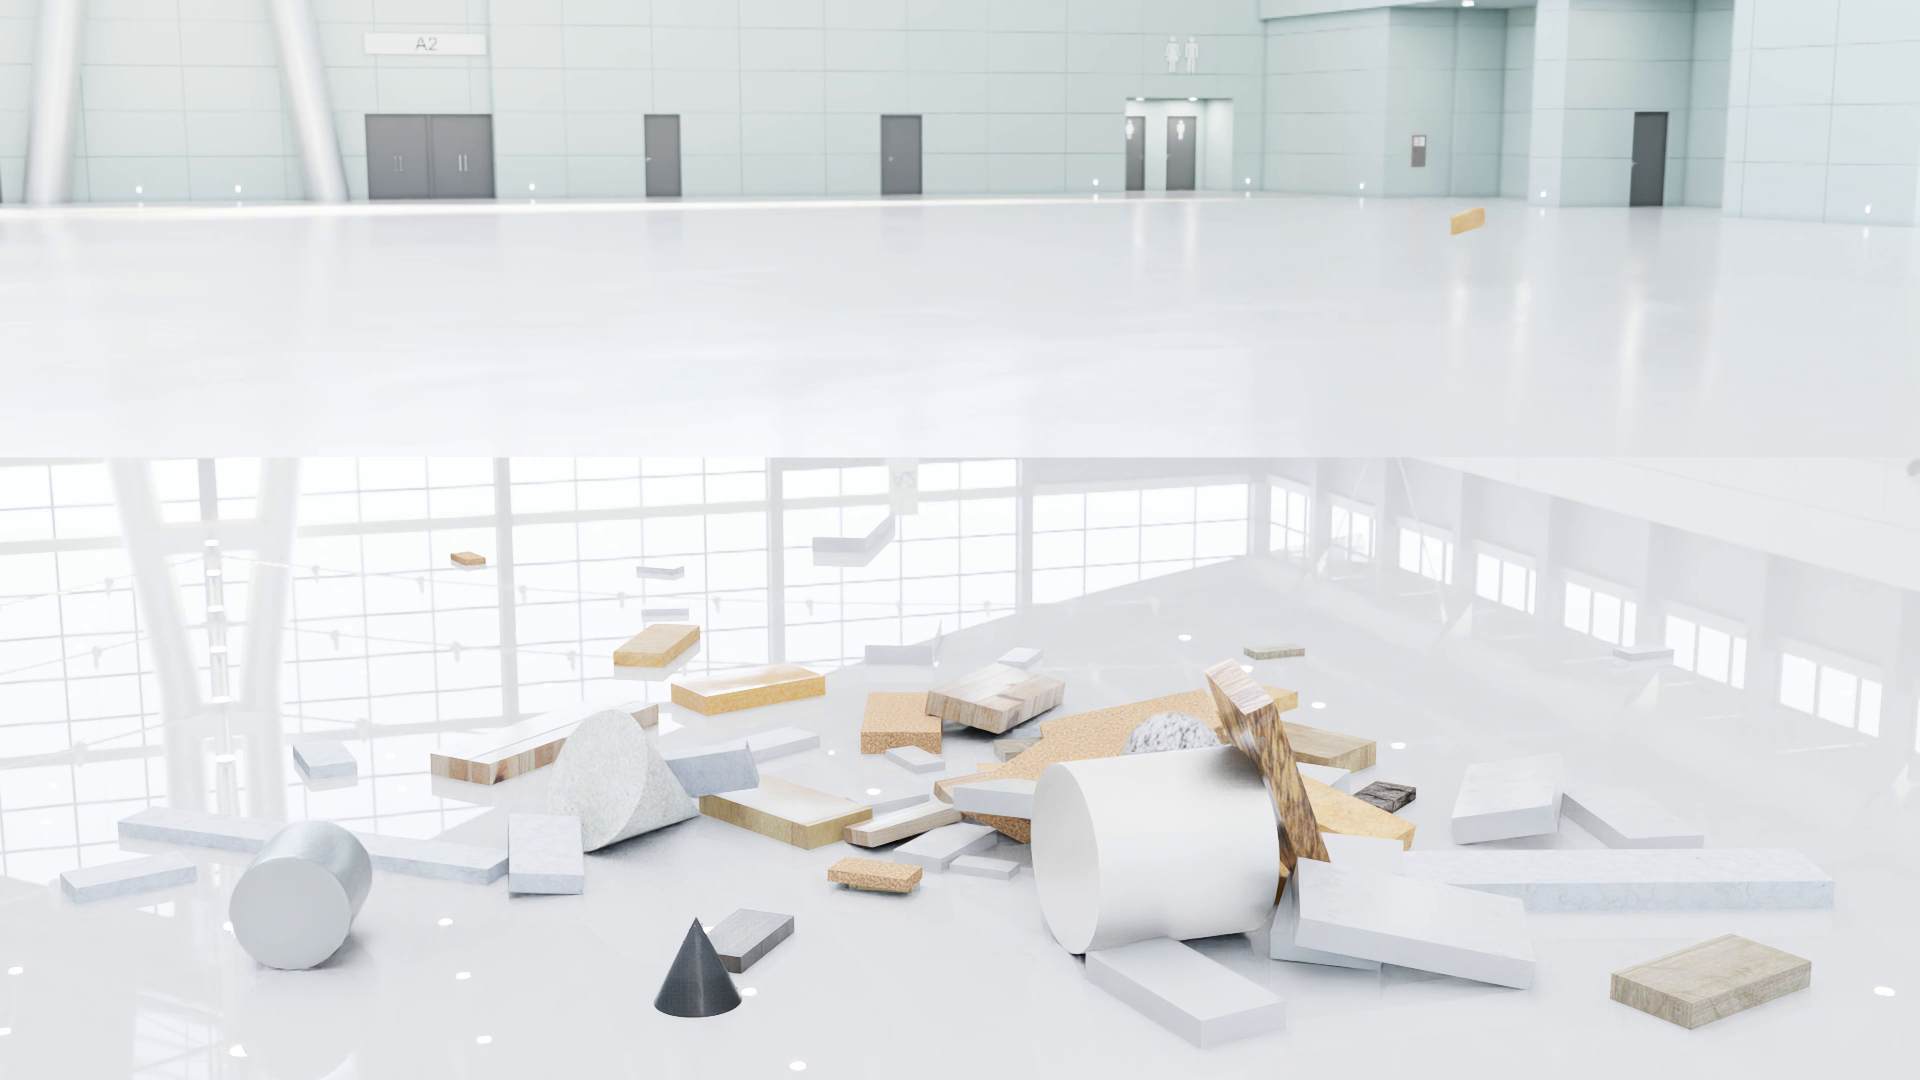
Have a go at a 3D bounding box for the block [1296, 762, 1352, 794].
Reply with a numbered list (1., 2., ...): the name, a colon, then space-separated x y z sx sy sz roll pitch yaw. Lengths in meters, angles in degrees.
1. block: 0.595 0.483 4.115 0.167 0.047 0.334 6 12 29

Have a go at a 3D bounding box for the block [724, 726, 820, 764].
1. block: -0.388 0.421 4.508 0.184 0.026 0.092 -10 15 -44

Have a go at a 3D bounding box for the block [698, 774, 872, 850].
1. block: -0.323 0.497 4.047 0.155 0.044 0.310 -10 15 -44

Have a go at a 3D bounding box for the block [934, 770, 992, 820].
1. block: 0.141 0.460 4.143 0.388 0.027 0.095 -7 29 -32

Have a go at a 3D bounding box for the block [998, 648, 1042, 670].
1. block: 0.144 0.284 5.265 0.068 0.019 0.136 4 11 20

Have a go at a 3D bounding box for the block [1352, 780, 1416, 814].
1. block: 0.790 0.490 4.144 0.081 0.023 0.161 7 13 33

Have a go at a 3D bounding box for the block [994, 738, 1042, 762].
1. block: 0.173 0.427 4.472 0.193 0.027 0.096 -2 11 -13

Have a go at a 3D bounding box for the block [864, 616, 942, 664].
1. block: -0.137 0.244 5.406 0.162 0.046 0.325 1 11 3

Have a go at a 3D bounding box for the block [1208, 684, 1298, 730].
1. block: 0.588 0.348 4.615 0.122 0.035 0.245 10 14 42

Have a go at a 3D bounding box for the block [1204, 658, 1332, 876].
1. block: 0.490 0.373 3.465 0.050 0.350 0.175 -25 24 -6

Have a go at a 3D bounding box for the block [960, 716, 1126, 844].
1. block: 0.175 0.443 4.109 0.148 0.042 0.409 23 28 28

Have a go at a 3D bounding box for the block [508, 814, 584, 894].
1. block: -0.710 0.535 3.762 0.122 0.035 0.245 4 15 -13

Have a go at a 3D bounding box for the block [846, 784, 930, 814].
1. block: -0.137 0.491 4.148 0.142 0.020 0.071 -7 12 -32

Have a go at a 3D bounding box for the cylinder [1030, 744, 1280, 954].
1. cylinder: 0.300 0.481 3.443 0.294 0.294 0.294 -4 11 -18

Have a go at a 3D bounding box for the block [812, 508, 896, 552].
1. block: -0.328 -0.033 6.899 0.162 0.046 0.523 2 11 8

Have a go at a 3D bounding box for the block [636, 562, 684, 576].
1. block: -0.866 0.082 6.354 0.125 0.018 0.063 4 11 22

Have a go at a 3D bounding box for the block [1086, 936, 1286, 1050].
1. block: 0.325 0.655 3.204 0.148 0.042 0.295 -6 12 -29

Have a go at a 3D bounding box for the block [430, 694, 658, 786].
1. block: -0.847 0.407 4.533 0.155 0.044 0.529 6 12 30

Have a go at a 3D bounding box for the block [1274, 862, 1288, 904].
1. block: 0.432 0.561 3.693 0.334 0.047 0.167 0 11 -1

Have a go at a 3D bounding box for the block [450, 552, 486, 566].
1. block: -1.455 0.054 6.506 0.063 0.018 0.125 -7 13 -34

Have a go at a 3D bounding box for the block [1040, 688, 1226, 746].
1. block: 0.340 0.386 4.367 0.341 0.048 0.171 -12 22 -2

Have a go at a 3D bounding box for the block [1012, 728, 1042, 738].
1. block: 0.178 0.397 4.546 0.068 0.019 0.136 0 -6 -37

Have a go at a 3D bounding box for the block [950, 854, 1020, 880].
1. block: 0.043 0.562 3.776 0.109 0.015 0.054 4 11 22

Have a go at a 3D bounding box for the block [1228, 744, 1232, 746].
1. block: 0.486 0.428 4.313 0.161 0.023 0.081 -17 0 16

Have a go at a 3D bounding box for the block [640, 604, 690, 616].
1. block: -0.778 0.184 5.808 0.125 0.018 0.063 -1 11 -6

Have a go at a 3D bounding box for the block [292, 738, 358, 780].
1. block: -1.275 0.439 4.413 0.092 0.026 0.184 -5 12 -26

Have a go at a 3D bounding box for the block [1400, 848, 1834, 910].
1. block: 1.069 0.566 3.669 0.715 0.047 0.167 0 11 -1

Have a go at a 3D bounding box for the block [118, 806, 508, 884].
1. block: -1.141 0.536 3.883 0.770 0.028 0.098 4 11 20

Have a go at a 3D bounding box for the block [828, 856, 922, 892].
1. block: -0.142 0.560 3.690 0.142 0.020 0.071 4 11 21

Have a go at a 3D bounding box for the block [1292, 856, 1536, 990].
1. block: 0.683 0.579 3.336 0.350 0.050 0.175 10 23 3

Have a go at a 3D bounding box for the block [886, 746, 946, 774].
1. block: -0.090 0.441 4.419 0.066 0.019 0.131 -6 12 -29

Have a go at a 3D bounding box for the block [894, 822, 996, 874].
1. block: -0.025 0.539 3.868 0.096 0.027 0.193 6 12 30

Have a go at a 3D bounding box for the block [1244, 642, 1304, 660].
1. block: 0.763 0.270 5.340 0.131 0.019 0.066 -4 11 -20

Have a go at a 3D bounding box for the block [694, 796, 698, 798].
1. block: -0.496 0.476 4.226 0.142 0.020 0.071 2 11 12

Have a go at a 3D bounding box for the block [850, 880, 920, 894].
1. block: -0.127 0.575 3.707 0.109 0.015 0.054 3 11 13

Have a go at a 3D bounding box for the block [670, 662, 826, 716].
1. block: -0.474 0.333 4.931 0.310 0.044 0.155 -8 13 -36

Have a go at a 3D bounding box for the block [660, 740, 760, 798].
1. block: -0.543 0.438 4.068 0.331 0.092 0.026 -9 31 8

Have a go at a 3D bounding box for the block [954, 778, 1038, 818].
1. block: 0.148 0.452 3.813 0.295 0.042 0.148 0 1 42

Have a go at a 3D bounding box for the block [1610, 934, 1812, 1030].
1. block: 1.108 0.649 3.244 0.282 0.040 0.141 -7 13 -35

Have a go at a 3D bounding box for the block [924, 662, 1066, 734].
1. block: 0.080 0.339 4.749 0.171 0.048 0.377 14 11 21

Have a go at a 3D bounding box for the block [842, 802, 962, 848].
1. block: -0.103 0.509 3.946 0.191 0.027 0.095 -13 6 -33

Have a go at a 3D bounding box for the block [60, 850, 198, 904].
1. block: -1.402 0.568 3.710 0.196 0.028 0.098 -8 13 -36

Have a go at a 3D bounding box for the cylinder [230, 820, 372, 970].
1. cylinder: -1.017 0.547 3.404 0.179 0.179 0.179 -1 11 -4

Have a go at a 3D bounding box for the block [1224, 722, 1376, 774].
1. block: 0.652 0.417 4.466 0.341 0.048 0.171 10 14 42

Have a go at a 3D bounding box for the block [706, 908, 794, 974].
1. block: -0.341 0.622 3.420 0.095 0.027 0.191 4 11 20

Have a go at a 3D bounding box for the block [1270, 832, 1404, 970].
1. block: 0.603 0.568 3.495 0.167 0.047 0.334 4 21 16

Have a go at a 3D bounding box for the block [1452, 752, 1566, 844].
1. block: 1.014 0.474 4.053 0.175 0.050 0.350 -11 7 19

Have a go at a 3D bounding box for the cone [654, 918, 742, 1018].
1. cone: -0.383 0.610 3.206 0.130 0.130 0.130 0 11 0

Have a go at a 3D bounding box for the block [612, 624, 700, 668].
1. block: -0.738 0.256 5.373 0.122 0.035 0.313 2 11 10

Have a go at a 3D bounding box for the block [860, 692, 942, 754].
1. block: -0.120 0.385 4.648 0.162 0.046 0.325 0 11 0

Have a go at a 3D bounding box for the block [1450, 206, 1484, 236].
1. block: 1.438 -0.904 6.230 0.109 0.054 0.015 -19 31 -19

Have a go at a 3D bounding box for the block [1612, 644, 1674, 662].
1. block: 1.657 0.272 5.330 0.131 0.019 0.066 -4 11 -23

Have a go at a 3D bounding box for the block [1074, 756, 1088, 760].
1. block: 0.331 0.473 3.927 0.282 0.141 0.040 9 51 42

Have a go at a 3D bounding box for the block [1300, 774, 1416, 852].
1. block: 0.622 0.482 3.909 0.334 0.047 0.167 23 21 30

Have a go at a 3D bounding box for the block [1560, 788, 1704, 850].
1. block: 1.213 0.512 3.980 0.141 0.040 0.282 -2 11 -8

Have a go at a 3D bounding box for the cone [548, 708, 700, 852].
1. cone: -0.564 0.469 4.004 0.261 0.261 0.261 10 -12 44

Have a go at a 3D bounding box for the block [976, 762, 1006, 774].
1. block: 0.089 0.470 4.241 0.096 0.027 0.193 -1 11 -5

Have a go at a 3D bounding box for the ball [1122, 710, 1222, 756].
1. ball: 0.397 0.414 4.089 0.193 0.193 0.193 0 11 0
